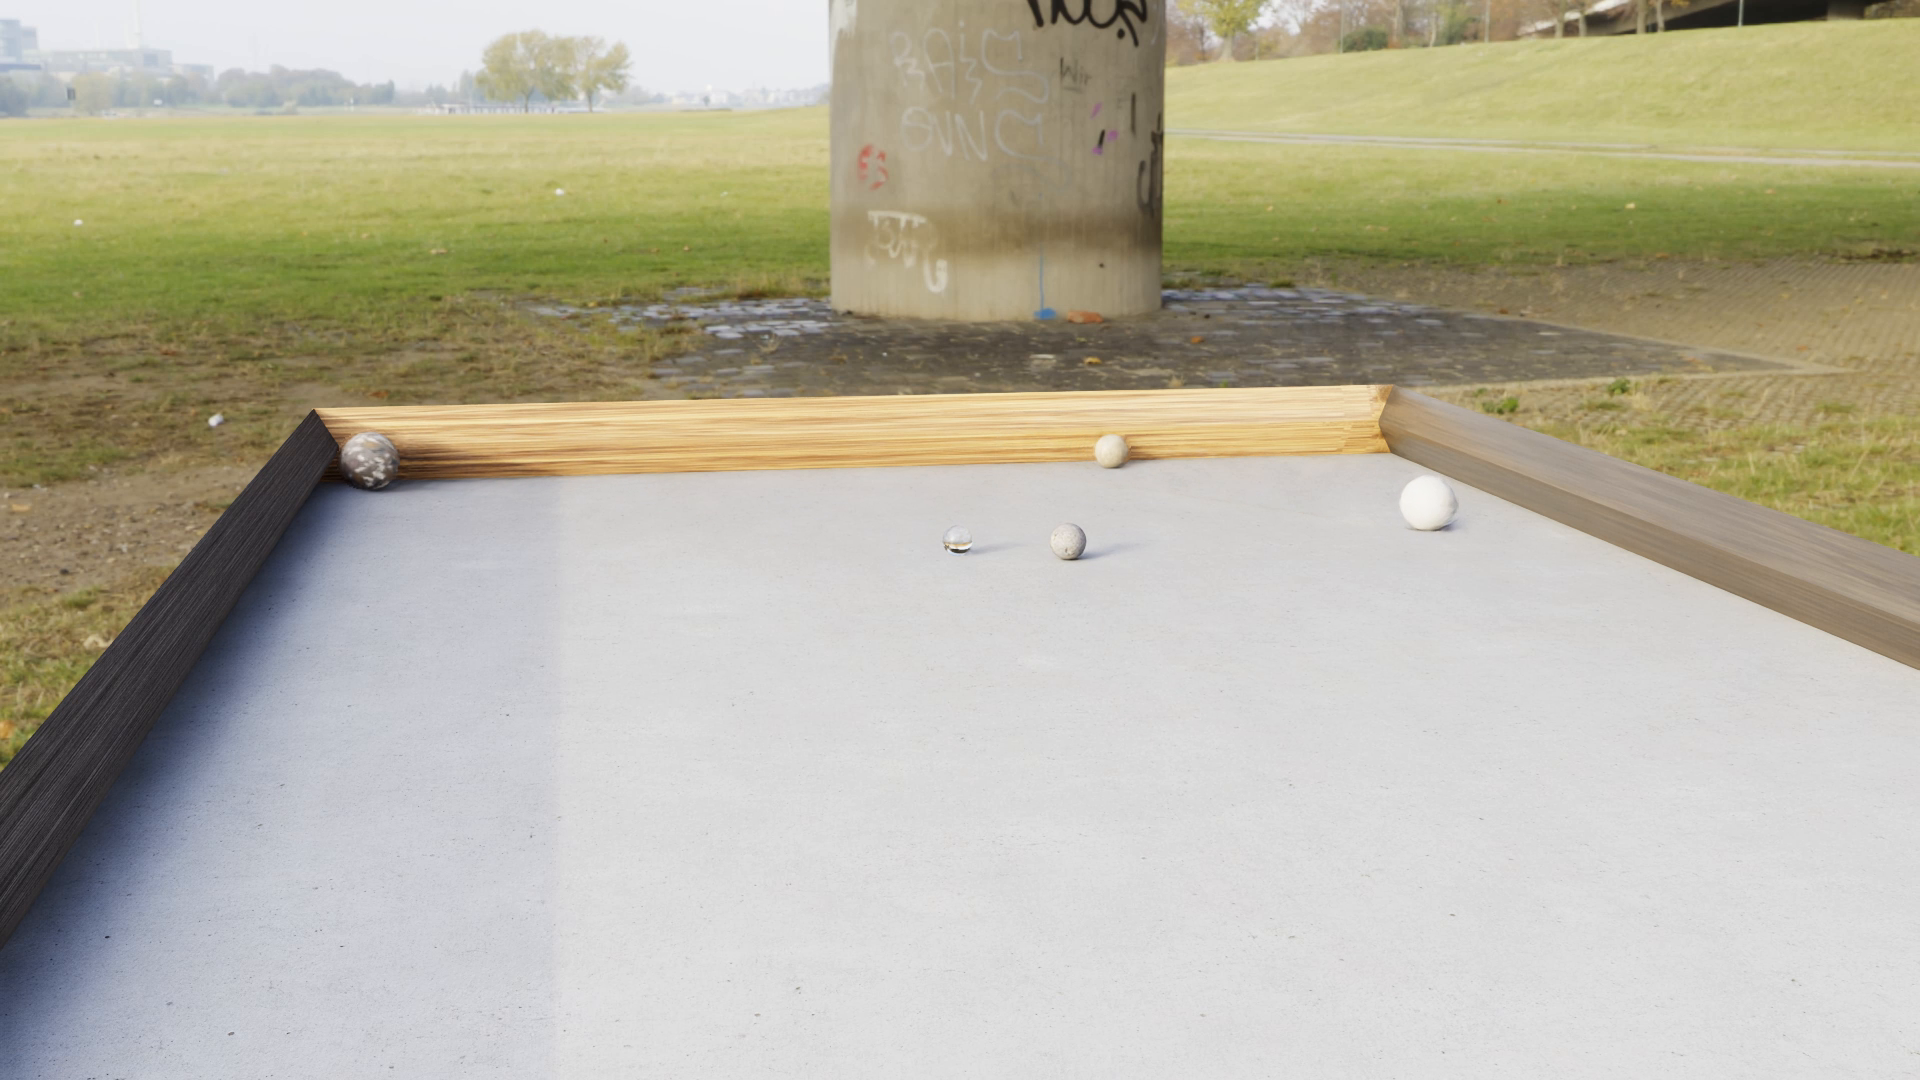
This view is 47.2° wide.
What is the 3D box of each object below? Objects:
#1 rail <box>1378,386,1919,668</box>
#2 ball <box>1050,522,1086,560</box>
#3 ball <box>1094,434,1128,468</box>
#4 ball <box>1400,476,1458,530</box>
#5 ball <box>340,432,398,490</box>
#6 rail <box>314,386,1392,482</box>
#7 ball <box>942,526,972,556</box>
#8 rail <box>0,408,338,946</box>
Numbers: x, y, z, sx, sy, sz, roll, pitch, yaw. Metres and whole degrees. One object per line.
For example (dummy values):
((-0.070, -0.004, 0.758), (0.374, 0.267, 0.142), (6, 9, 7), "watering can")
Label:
((1.099, 0.101, 2.451), (0.045, 0.128, 3.520), (-2, 11, -10), "rail")
((0.155, 0.002, 3.164), (0.053, 0.053, 0.053), (0, 11, 0), "ball")
((0.275, -0.161, 3.984), (0.062, 0.062, 0.062), (0, 11, 0), "ball")
((0.721, -0.057, 3.383), (0.086, 0.086, 0.086), (0, 11, 0), "ball")
((-1.008, -0.135, 3.751), (0.098, 0.098, 0.098), (0, 11, 0), "ball")
((-0.148, -0.193, 3.966), (1.970, 0.128, 0.045), (-2, 11, -10), "rail")
((-0.004, 0.001, 3.195), (0.044, 0.044, 0.044), (0, 11, 0), "ball")
((-0.795, 0.164, 2.124), (0.045, 0.128, 3.520), (-2, 11, -10), "rail")
